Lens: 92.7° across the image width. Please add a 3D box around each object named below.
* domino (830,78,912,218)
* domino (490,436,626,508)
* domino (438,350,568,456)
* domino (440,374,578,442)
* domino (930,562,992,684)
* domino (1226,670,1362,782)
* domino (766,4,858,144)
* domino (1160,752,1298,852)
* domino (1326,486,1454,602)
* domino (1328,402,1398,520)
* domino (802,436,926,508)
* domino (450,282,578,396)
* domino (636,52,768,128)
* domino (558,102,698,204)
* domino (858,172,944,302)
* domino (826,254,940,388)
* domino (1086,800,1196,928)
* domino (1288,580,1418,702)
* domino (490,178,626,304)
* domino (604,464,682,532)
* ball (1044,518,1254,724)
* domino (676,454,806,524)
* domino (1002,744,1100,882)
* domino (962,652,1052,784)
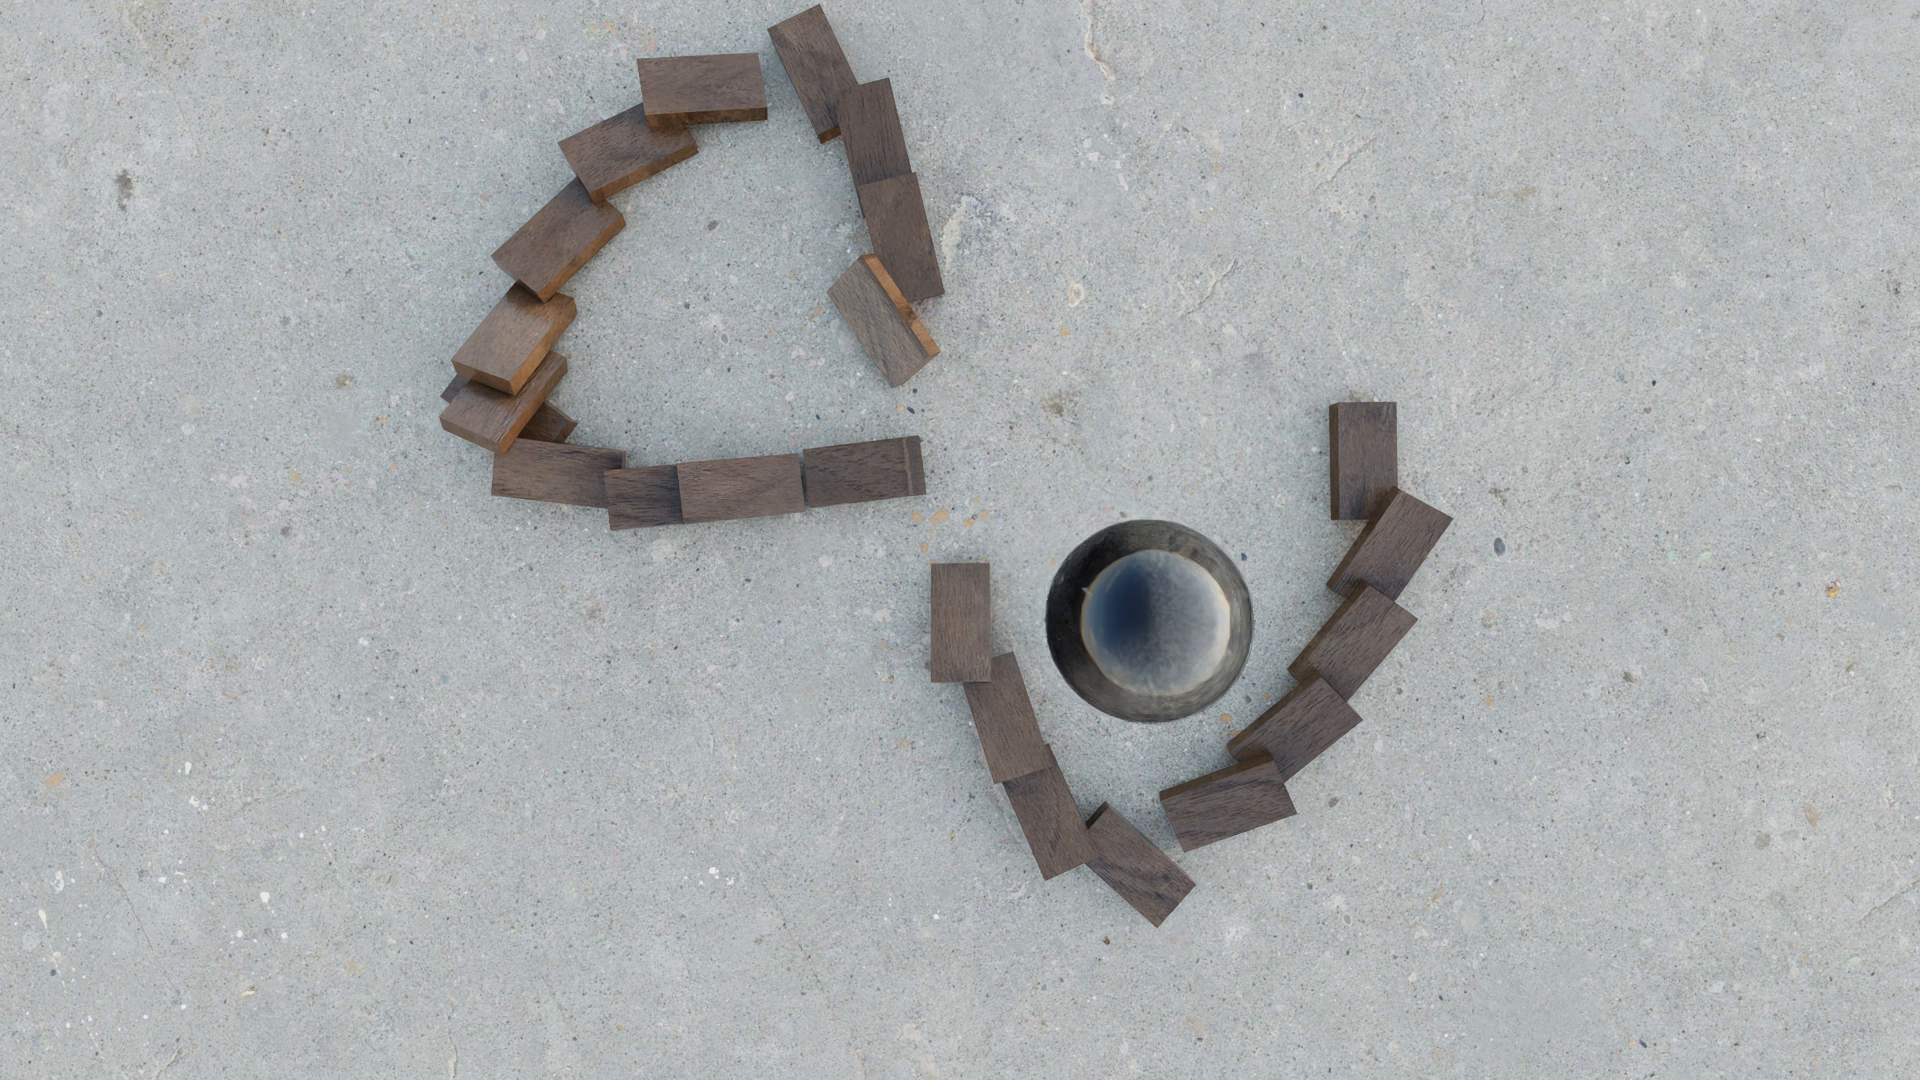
[{"bbox_3d":[-0.036,-0.166,0.389,0.025,0.009,0.050,-14,104,0],"label":"domino"},{"bbox_3d":[-0.170,-0.029,0.389,0.050,0.010,0.025,7,97,-12],"label":"domino"},{"bbox_3d":[-0.189,-0.061,0.381,0.025,0.010,0.050,25,59,-5],"label":"domino"},{"bbox_3d":[-0.194,-0.056,0.395,0.050,0.009,0.025,37,90,0],"label":"domino"},{"bbox_3d":[0.000,0.035,0.390,0.025,0.009,0.050,-1,77,2],"label":"domino"},{"bbox_3d":[0.142,0.082,0.390,0.050,0.010,0.025,-44,90,13],"label":"domino"},{"bbox_3d":[-0.060,-0.201,0.395,0.025,0.010,0.050,-26,90,0],"label":"domino"},{"bbox_3d":[0.113,0.112,0.389,0.050,0.010,0.025,-24,94,12],"label":"domino"},{"bbox_3d":[0.181,0.005,0.388,0.025,0.010,0.050,28,107,0],"label":"domino"},{"bbox_3d":[0.174,-0.034,0.395,0.025,0.010,0.050,-1,90,0],"label":"domino"},{"bbox_3d":[-0.041,-0.029,0.395,0.050,0.009,0.025,-7,90,0],"label":"domino"},{"bbox_3d":[-0.185,-0.085,0.383,0.025,0.010,0.050,20,59,0],"label":"domino"},{"bbox_3d":[-0.109,-0.191,0.389,0.050,0.010,0.025,-9,85,-12],"label":"domino"},{"bbox_3d":[-0.141,-0.167,0.390,0.050,0.010,0.025,-32,90,-12],"label":"domino"},{"bbox_3d":[-0.025,-0.127,0.390,0.025,0.009,0.050,-14,104,0],"label":"domino"},{"bbox_3d":[-0.033,-0.093,0.389,0.025,0.009,0.050,-34,90,36],"label":"domino"},{"bbox_3d":[0.074,0.140,0.395,0.050,0.010,0.025,42,90,0],"label":"domino"},{"bbox_3d":[0.166,0.045,0.389,0.025,0.010,0.050,35,104,0],"label":"domino"},{"bbox_3d":[-0.170,-0.128,0.389,0.025,0.009,0.050,39,76,0],"label":"domino"},{"bbox_3d":[-0.123,-0.019,0.389,0.050,0.009,0.025,-7,90,-15],"label":"domino"},{"bbox_3d":[0.073,0.031,0.360,0.080,0.080,0.080,0,90,0],"label":"ball"},{"bbox_3d":[-0.093,-0.022,0.388,0.050,0.010,0.025,-7,90,-19],"label":"domino"},{"bbox_3d":[0.037,0.115,0.389,0.025,0.010,0.050,-24,76,0],"label":"domino"},{"bbox_3d":[0.019,0.075,0.390,0.025,0.010,0.050,-18,77,0],"label":"domino"}]
